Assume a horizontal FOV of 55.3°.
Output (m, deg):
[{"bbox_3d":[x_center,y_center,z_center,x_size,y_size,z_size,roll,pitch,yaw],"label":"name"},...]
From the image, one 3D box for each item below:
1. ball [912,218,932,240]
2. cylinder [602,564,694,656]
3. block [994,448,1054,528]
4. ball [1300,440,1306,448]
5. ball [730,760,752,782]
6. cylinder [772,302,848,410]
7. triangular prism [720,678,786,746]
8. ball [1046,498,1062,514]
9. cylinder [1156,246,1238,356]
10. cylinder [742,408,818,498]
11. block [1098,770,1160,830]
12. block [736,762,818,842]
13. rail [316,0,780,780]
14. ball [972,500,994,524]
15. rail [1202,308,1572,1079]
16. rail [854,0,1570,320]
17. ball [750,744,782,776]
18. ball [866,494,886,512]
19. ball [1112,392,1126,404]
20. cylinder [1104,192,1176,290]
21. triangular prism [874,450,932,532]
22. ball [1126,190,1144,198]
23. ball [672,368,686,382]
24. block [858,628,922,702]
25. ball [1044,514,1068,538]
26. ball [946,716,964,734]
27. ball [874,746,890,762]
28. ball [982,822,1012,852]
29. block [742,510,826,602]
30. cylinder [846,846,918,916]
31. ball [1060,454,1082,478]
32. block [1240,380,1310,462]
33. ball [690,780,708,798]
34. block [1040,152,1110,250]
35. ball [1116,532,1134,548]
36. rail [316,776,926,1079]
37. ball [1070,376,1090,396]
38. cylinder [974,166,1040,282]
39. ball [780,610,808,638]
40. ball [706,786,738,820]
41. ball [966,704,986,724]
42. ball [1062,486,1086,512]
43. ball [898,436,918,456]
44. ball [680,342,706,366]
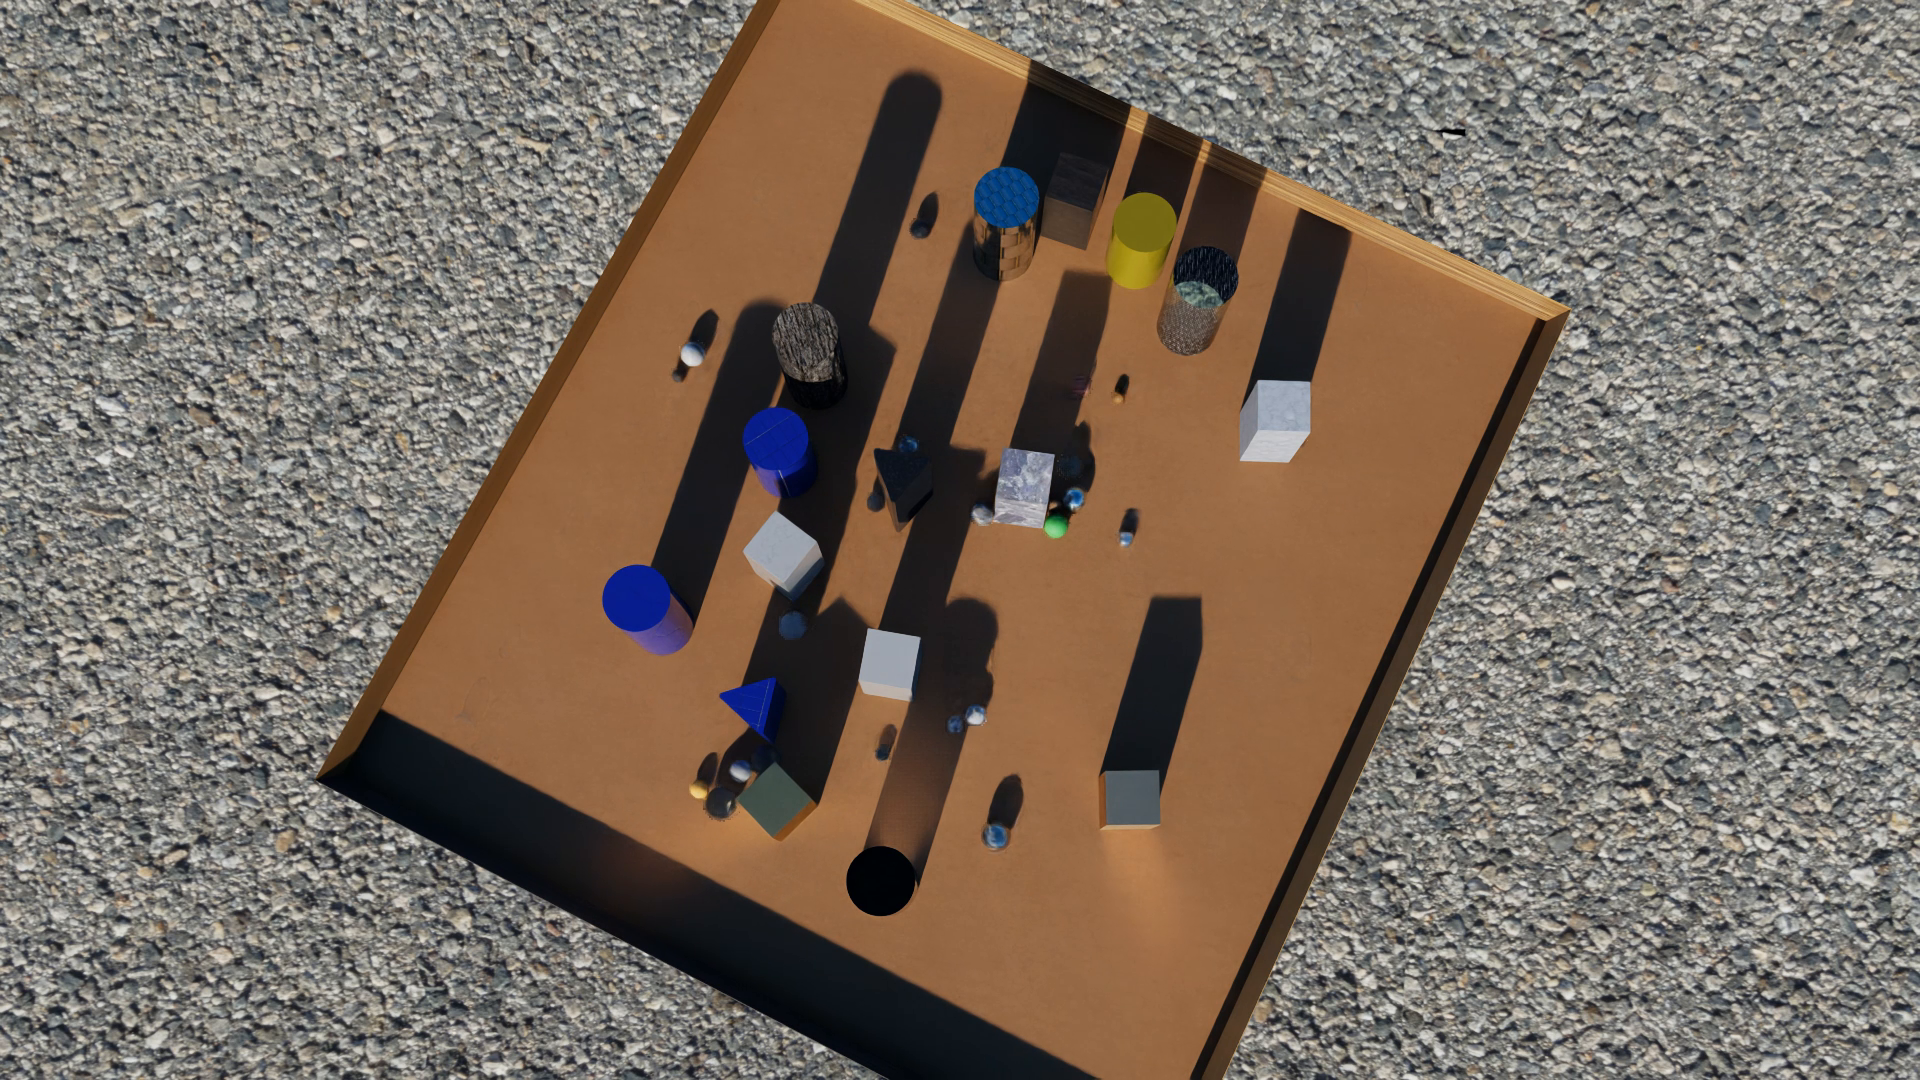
[{"bbox_3d":[-0.122,-0.982,5.787,0.064,0.064,0.064,0,78,0],"label":"ball"},{"bbox_3d":[-0.902,0.209,5.337,0.190,0.464,0.190,0,78,0],"label":"cylinder"},{"bbox_3d":[0.189,-0.152,5.479,0.152,0.330,0.152,8,78,2],"label":"block"},{"bbox_3d":[1.045,-0.306,5.656,0.047,0.047,0.047,0,78,0],"label":"ball"},{"bbox_3d":[-0.651,0.684,5.441,0.067,0.067,0.067,0,78,0],"label":"ball"},{"bbox_3d":[-0.445,-0.544,5.490,0.190,0.469,0.190,0,78,0],"label":"cylinder"},{"bbox_3d":[-0.573,0.475,5.351,0.165,0.328,0.143,42,81,8],"label":"triangular prism"},{"bbox_3d":[0.288,-0.105,5.613,0.049,0.049,0.049,0,78,0],"label":"ball"},{"bbox_3d":[0.712,-0.716,5.531,0.190,0.458,0.190,0,78,0],"label":"cylinder"},{"bbox_3d":[-0.535,-0.257,5.487,0.190,0.358,0.190,0,78,0],"label":"cylinder"},{"bbox_3d":[0.490,0.757,5.322,0.152,0.271,0.152,-1,78,0],"label":"block"},{"bbox_3d":[-0.528,0.763,5.326,0.152,0.260,0.152,-44,82,-8],"label":"block"},{"bbox_3d":[-1.198,-0.580,5.672,0.045,0.124,2.977,26,80,5],"label":"rail"},{"bbox_3d":[0.070,-0.084,5.597,0.071,0.071,0.071,0,78,0],"label":"ball"},{"bbox_3d":[1.198,0.593,5.430,0.045,0.124,2.977,26,80,5],"label":"rail"},{"bbox_3d":[0.655,-1.277,5.816,2.725,0.124,0.045,26,80,5],"label":"rail"},{"bbox_3d":[-0.576,0.654,5.433,0.093,0.093,0.093,0,78,0],"label":"ball"},{"bbox_3d":[-0.257,-0.115,5.610,0.058,0.058,0.058,0,78,0],"label":"ball"},{"bbox_3d":[0.493,-0.442,5.687,0.040,0.040,0.040,0,78,0],"label":"ball"},{"bbox_3d":[0.553,-0.917,5.640,0.190,0.326,0.190,0,78,0],"label":"cylinder"},{"bbox_3d":[-0.191,-0.172,5.436,0.143,0.423,0.165,40,81,8],"label":"triangular prism"},{"bbox_3d":[0.563,-1.063,5.792,0.087,0.087,0.087,0,78,0],"label":"ball"},{"bbox_3d":[-0.875,-0.511,5.700,0.043,0.043,0.043,0,78,0],"label":"ball"},{"bbox_3d":[-0.201,0.370,5.381,0.152,0.311,0.152,10,78,2],"label":"block"},{"bbox_3d":[0.292,-0.044,5.587,0.075,0.075,0.075,0,78,0],"label":"ball"},{"bbox_3d":[-0.015,0.552,5.476,0.051,0.051,0.051,0,78,0],"label":"ball"},{"bbox_3d":[-0.232,0.638,5.461,0.047,0.047,0.047,0,78,0],"label":"ball"},{"bbox_3d":[0.107,0.874,5.390,0.089,0.089,0.089,0,78,0],"label":"ball"},{"bbox_3d":[-0.518,0.053,5.430,0.152,0.344,0.152,37,81,7],"label":"block"},{"bbox_3d":[-0.218,0.976,5.221,0.190,0.379,0.190,0,78,0],"label":"cylinder"},{"bbox_3d":[0.342,-0.227,5.627,0.071,0.071,0.071,0,78,0],"label":"ball"},{"bbox_3d":[0.943,-0.353,5.506,0.152,0.360,0.152,2,78,0],"label":"block"},{"bbox_3d":[-0.772,0.741,5.436,0.054,0.054,0.054,0,78,0],"label":"ball"},{"bbox_3d":[0.352,-1.045,5.665,0.152,0.328,0.152,19,79,4],"label":"block"},{"bbox_3d":[0.504,-0.001,5.591,0.051,0.051,0.051,0,78,0],"label":"ball"},{"bbox_3d":[-0.655,1.290,5.285,2.725,0.124,0.045,26,80,5],"label":"rail"},{"bbox_3d":[0.372,-0.477,5.682,0.065,0.065,0.065,0,78,0],"label":"ball"},{"bbox_3d":[0.136,-0.956,5.581,0.190,0.457,0.190,0,78,0],"label":"cylinder"},{"bbox_3d":[-0.498,0.256,5.520,0.085,0.085,0.085,0,78,0],"label":"ball"},{"bbox_3d":[-0.704,0.776,5.407,0.095,0.095,0.095,0,78,0],"label":"ball"},{"bbox_3d":[0.046,0.522,5.477,0.062,0.062,0.062,0,78,0],"label":"ball"},{"bbox_3d":[0.349,-0.125,5.603,0.078,0.078,0.078,0,78,0],"label":"ball"},{"bbox_3d":[-0.160,-0.290,5.647,0.057,0.057,0.057,0,78,0],"label":"ball"},{"bbox_3d":[-0.831,-0.577,5.697,0.076,0.076,0.076,0,78,0],"label":"ball"}]
